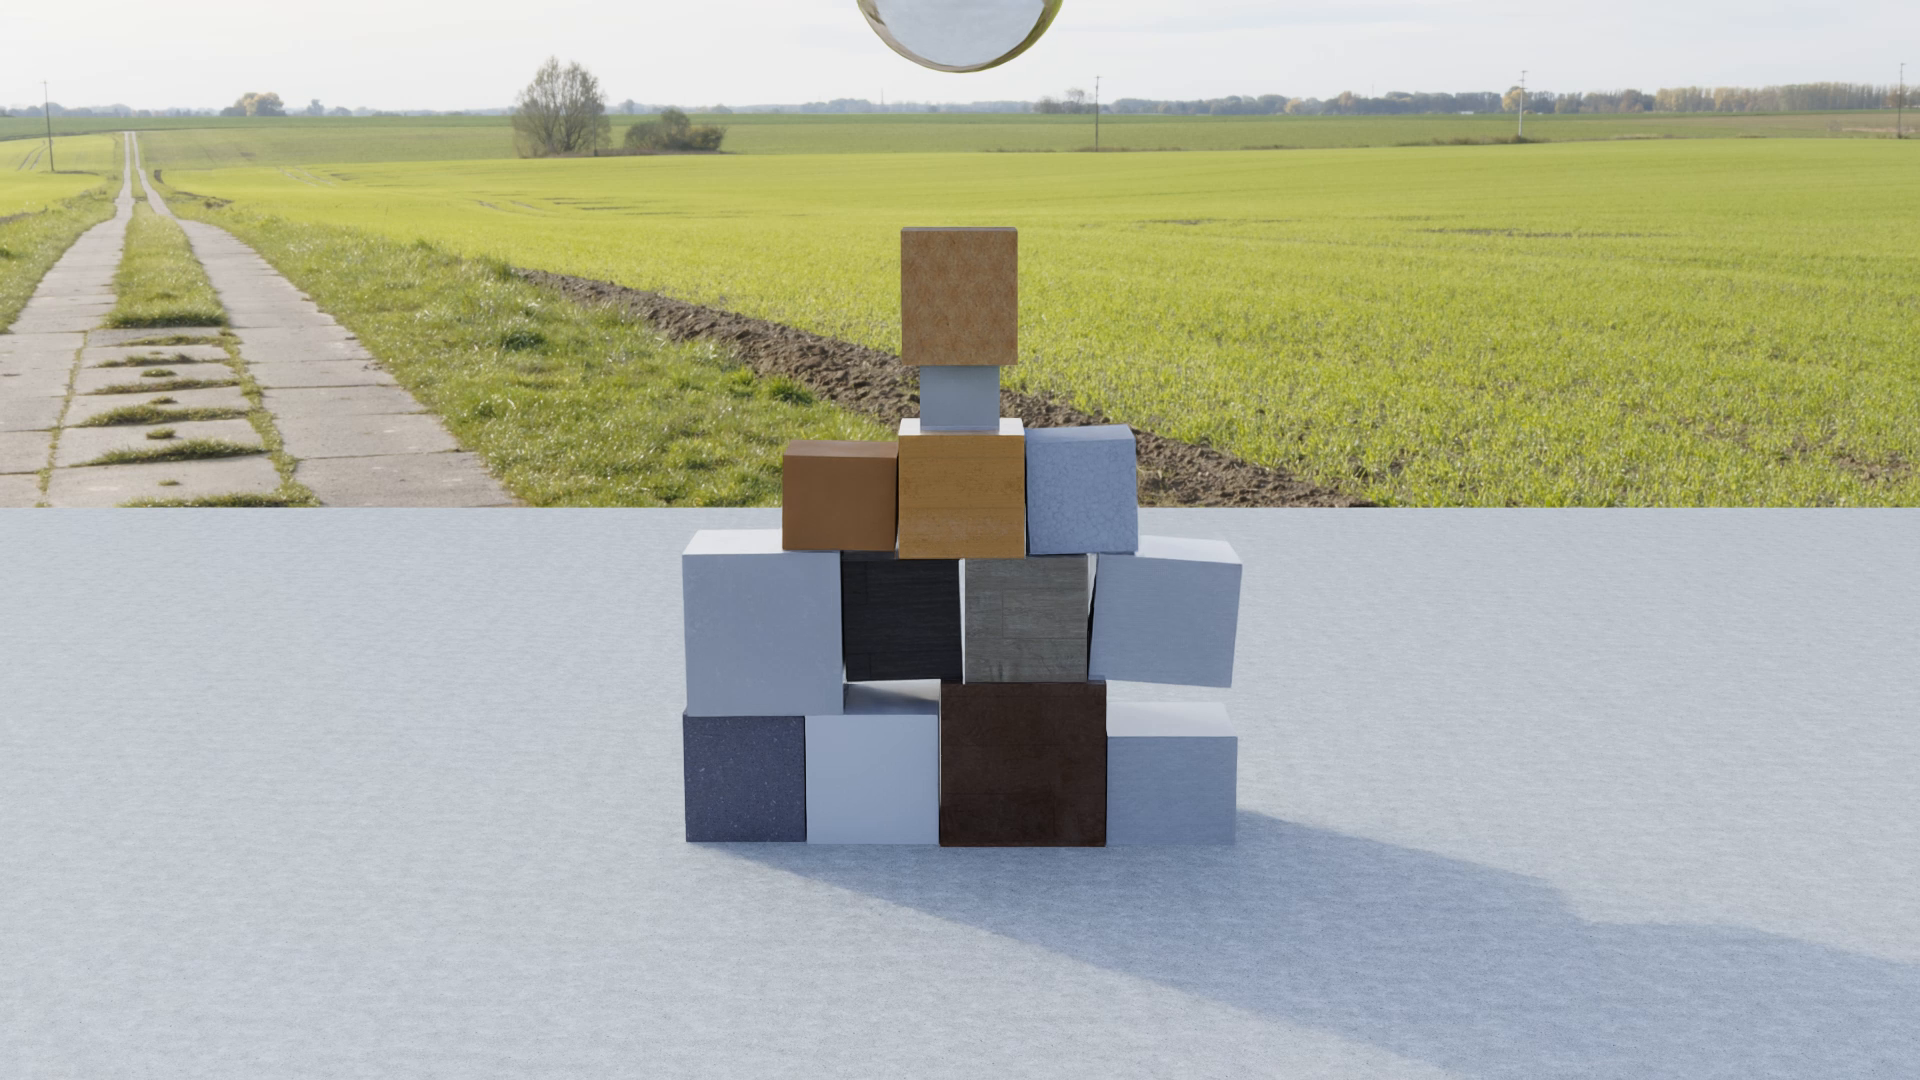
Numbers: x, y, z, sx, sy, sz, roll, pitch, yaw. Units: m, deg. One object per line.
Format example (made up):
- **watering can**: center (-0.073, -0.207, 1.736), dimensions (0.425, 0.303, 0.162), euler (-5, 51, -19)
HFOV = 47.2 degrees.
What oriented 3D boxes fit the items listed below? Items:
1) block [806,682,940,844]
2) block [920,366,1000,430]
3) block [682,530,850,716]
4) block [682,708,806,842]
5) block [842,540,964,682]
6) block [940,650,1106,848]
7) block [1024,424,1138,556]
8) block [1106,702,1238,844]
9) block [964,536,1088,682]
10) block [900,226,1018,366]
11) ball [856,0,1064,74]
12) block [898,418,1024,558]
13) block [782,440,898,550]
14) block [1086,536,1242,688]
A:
- **block**: center (-0.441, 1.146, 11.380), dimensions (0.666, 0.674, 0.663), euler (0, 10, 0)
- **block**: center (-0.002, -0.741, 11.065), dimensions (0.394, 0.334, 0.375), euler (0, 10, 0)
- **block**: center (-0.976, 0.412, 11.240), dimensions (0.779, 0.825, 0.683), euler (-1, 10, 0)
- **block**: center (-1.088, 1.148, 11.380), dimensions (0.607, 0.667, 0.595), euler (0, 10, 0)
- **block**: center (-0.288, 0.349, 11.262), dimensions (0.585, 0.614, 0.587), euler (-2, 10, 0)
- **block**: center (0.316, 1.063, 11.367), dimensions (0.827, 0.842, 0.764), euler (0, 10, 0)
- **block**: center (0.605, -0.260, 11.140), dimensions (0.543, 0.563, 0.533), euler (-3, 11, 0)
- **block**: center (1.065, 1.200, 11.388), dimensions (0.651, 0.565, 0.682), euler (0, 10, 0)
- **block**: center (0.329, 0.341, 11.232), dimensions (0.607, 0.626, 0.658), euler (0, 10, 0)
- **block**: center (-0.003, -1.224, 10.972), dimensions (0.567, 0.651, 0.549), euler (0, 10, 0)
- **ball**: center (0.000, -4.139, 15.667), dimensions (1.600, 1.600, 1.600), euler (0, 10, 0)
- **block**: center (0.008, -0.269, 11.119), dimensions (0.618, 0.615, 0.651), euler (0, 10, 0)
- **block**: center (-0.598, -0.234, 11.157), dimensions (0.560, 0.467, 0.590), euler (1, 10, 0)
- **block**: center (1.022, 0.350, 11.262), dimensions (0.717, 0.637, 0.623), euler (4, 10, -1)
